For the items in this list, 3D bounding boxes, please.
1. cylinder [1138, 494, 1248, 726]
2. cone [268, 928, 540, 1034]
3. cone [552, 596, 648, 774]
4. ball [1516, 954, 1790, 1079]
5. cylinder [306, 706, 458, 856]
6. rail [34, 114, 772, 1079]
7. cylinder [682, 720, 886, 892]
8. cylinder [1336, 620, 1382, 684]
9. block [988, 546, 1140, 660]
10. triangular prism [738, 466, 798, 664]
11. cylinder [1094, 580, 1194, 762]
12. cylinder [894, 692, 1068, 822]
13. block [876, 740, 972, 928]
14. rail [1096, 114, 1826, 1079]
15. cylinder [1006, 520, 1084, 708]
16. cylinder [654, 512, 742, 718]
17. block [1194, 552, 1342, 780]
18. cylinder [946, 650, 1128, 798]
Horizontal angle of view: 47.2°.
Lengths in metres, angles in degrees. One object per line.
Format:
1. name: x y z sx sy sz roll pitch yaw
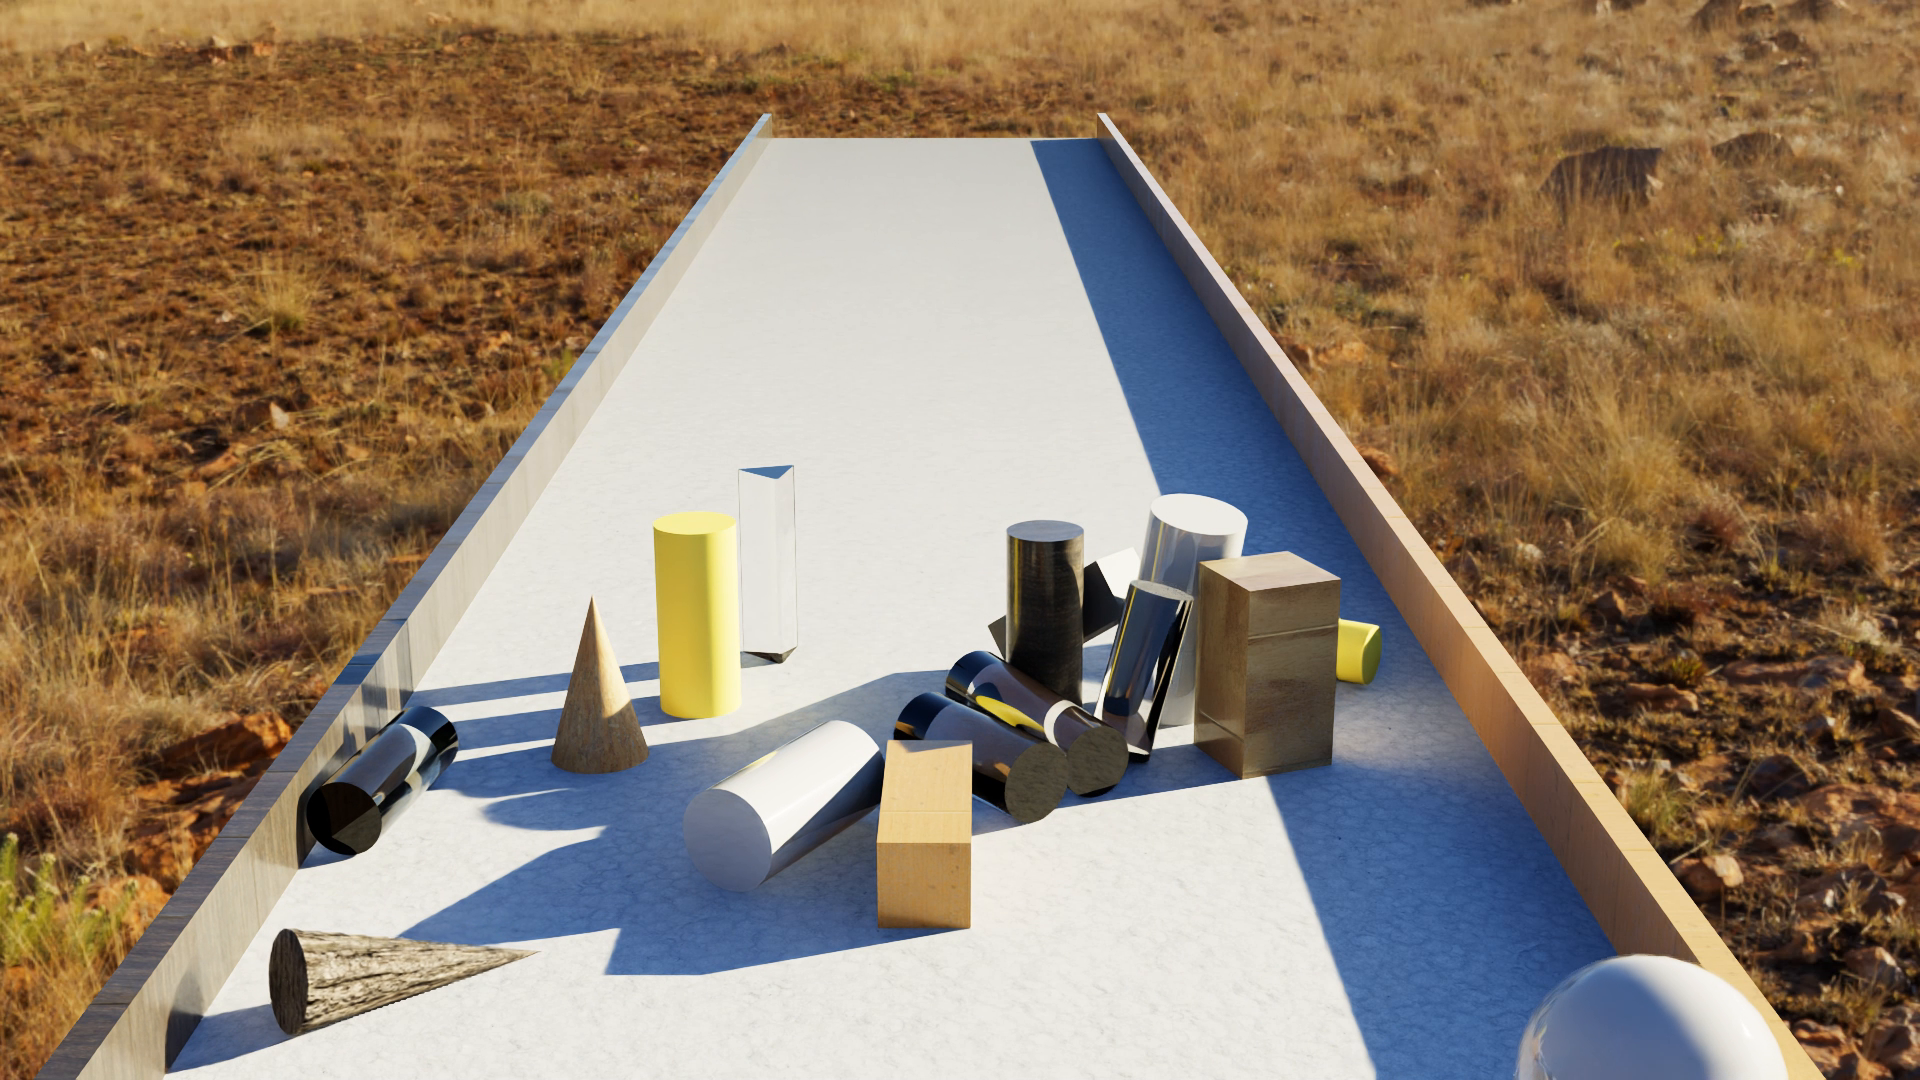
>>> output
1. cylinder: 0.407 0.129 4.065 0.178 0.389 0.178 7 24 -3
2. cone: -0.759 0.598 3.091 0.381 0.142 0.142 1 13 -38
3. cone: -0.643 0.239 3.890 0.174 0.304 0.174 0 17 0
4. ball: 0.801 0.636 2.552 0.305 0.305 0.305 0 17 0
5. cylinder: -0.959 0.397 3.671 0.127 0.127 0.341 2 17 8
6. rail: -1.118 -0.838 7.780 0.050 0.150 12.000 0 17 -1
7. cylinder: -0.275 0.421 3.516 0.169 0.169 0.331 9 19 29
8. cylinder: 0.604 0.191 4.383 0.453 0.116 0.116 9 19 29
9. block: 0.217 0.142 4.254 0.115 0.115 0.326 -18 -11 -46
10. triangular prism: -0.366 0.043 4.411 0.112 0.382 0.097 15 22 41
11. cylinder: 0.317 0.232 3.884 0.116 0.301 0.116 14 10 -3
12. cylinder: 0.033 0.367 3.747 0.139 0.139 0.303 -13 21 -37
13. block: -0.051 0.455 3.454 0.139 0.139 0.405 0 17 0
14. rail: 0.932 -0.844 7.801 0.050 0.150 12.000 0 17 -1
15. cylinder: 0.159 0.148 4.119 0.145 0.346 0.145 0 16 0
16. cylinder: -0.492 0.140 4.127 0.153 0.359 0.153 0 17 0
17. block: 0.540 0.218 3.887 0.180 0.345 0.180 -7 18 -21
18. cylinder: 0.131 0.322 3.919 0.129 0.129 0.435 -9 19 -26
